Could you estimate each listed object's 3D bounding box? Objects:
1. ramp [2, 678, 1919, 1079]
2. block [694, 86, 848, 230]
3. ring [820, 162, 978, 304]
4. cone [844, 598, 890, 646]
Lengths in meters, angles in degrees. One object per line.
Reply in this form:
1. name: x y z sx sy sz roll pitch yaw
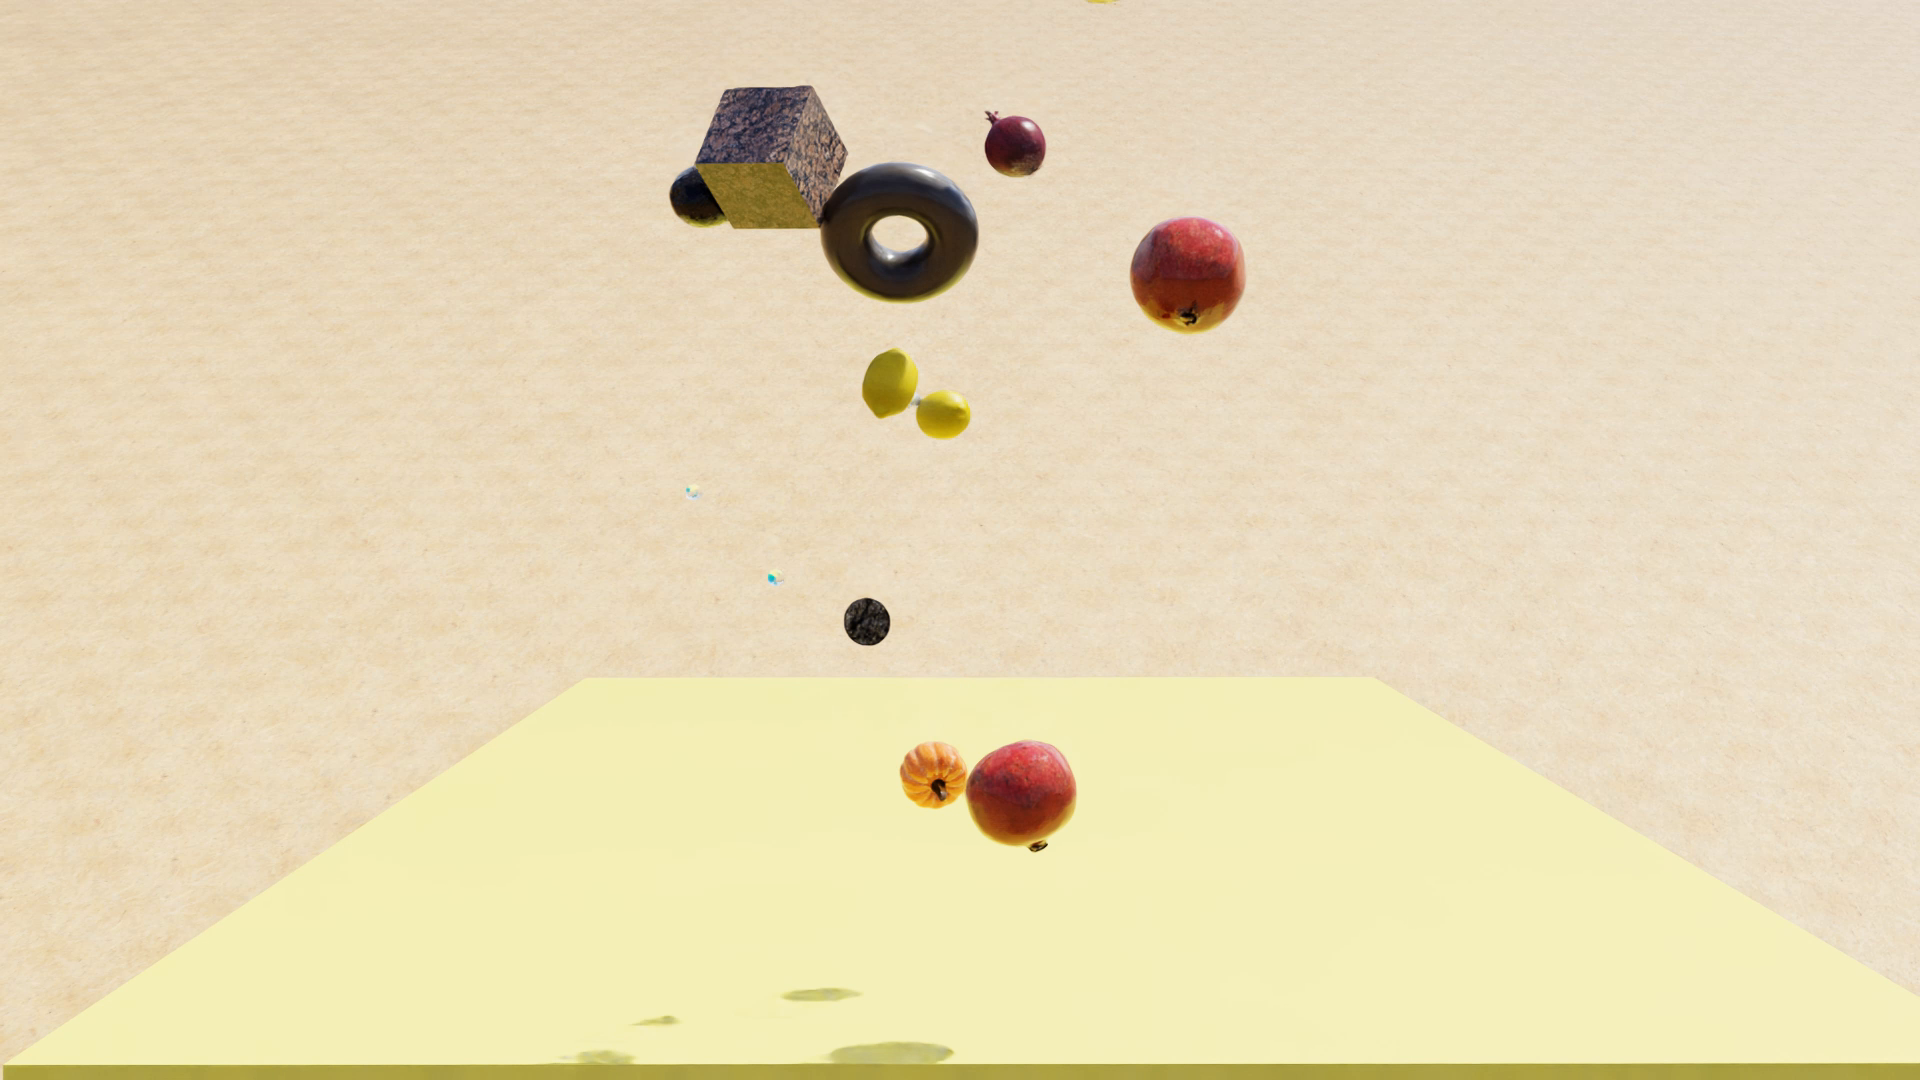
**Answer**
1. ramp: 0.053 0.483 4.539 2.000 0.100 4.000 0 2 0
2. block: -0.171 -0.348 2.350 0.091 0.091 0.091 3 58 24
3. ring: -0.056 -0.282 2.373 0.148 0.148 0.049 1 41 2
4. cone: -0.095 0.087 2.811 0.053 0.053 0.053 5 6 12
